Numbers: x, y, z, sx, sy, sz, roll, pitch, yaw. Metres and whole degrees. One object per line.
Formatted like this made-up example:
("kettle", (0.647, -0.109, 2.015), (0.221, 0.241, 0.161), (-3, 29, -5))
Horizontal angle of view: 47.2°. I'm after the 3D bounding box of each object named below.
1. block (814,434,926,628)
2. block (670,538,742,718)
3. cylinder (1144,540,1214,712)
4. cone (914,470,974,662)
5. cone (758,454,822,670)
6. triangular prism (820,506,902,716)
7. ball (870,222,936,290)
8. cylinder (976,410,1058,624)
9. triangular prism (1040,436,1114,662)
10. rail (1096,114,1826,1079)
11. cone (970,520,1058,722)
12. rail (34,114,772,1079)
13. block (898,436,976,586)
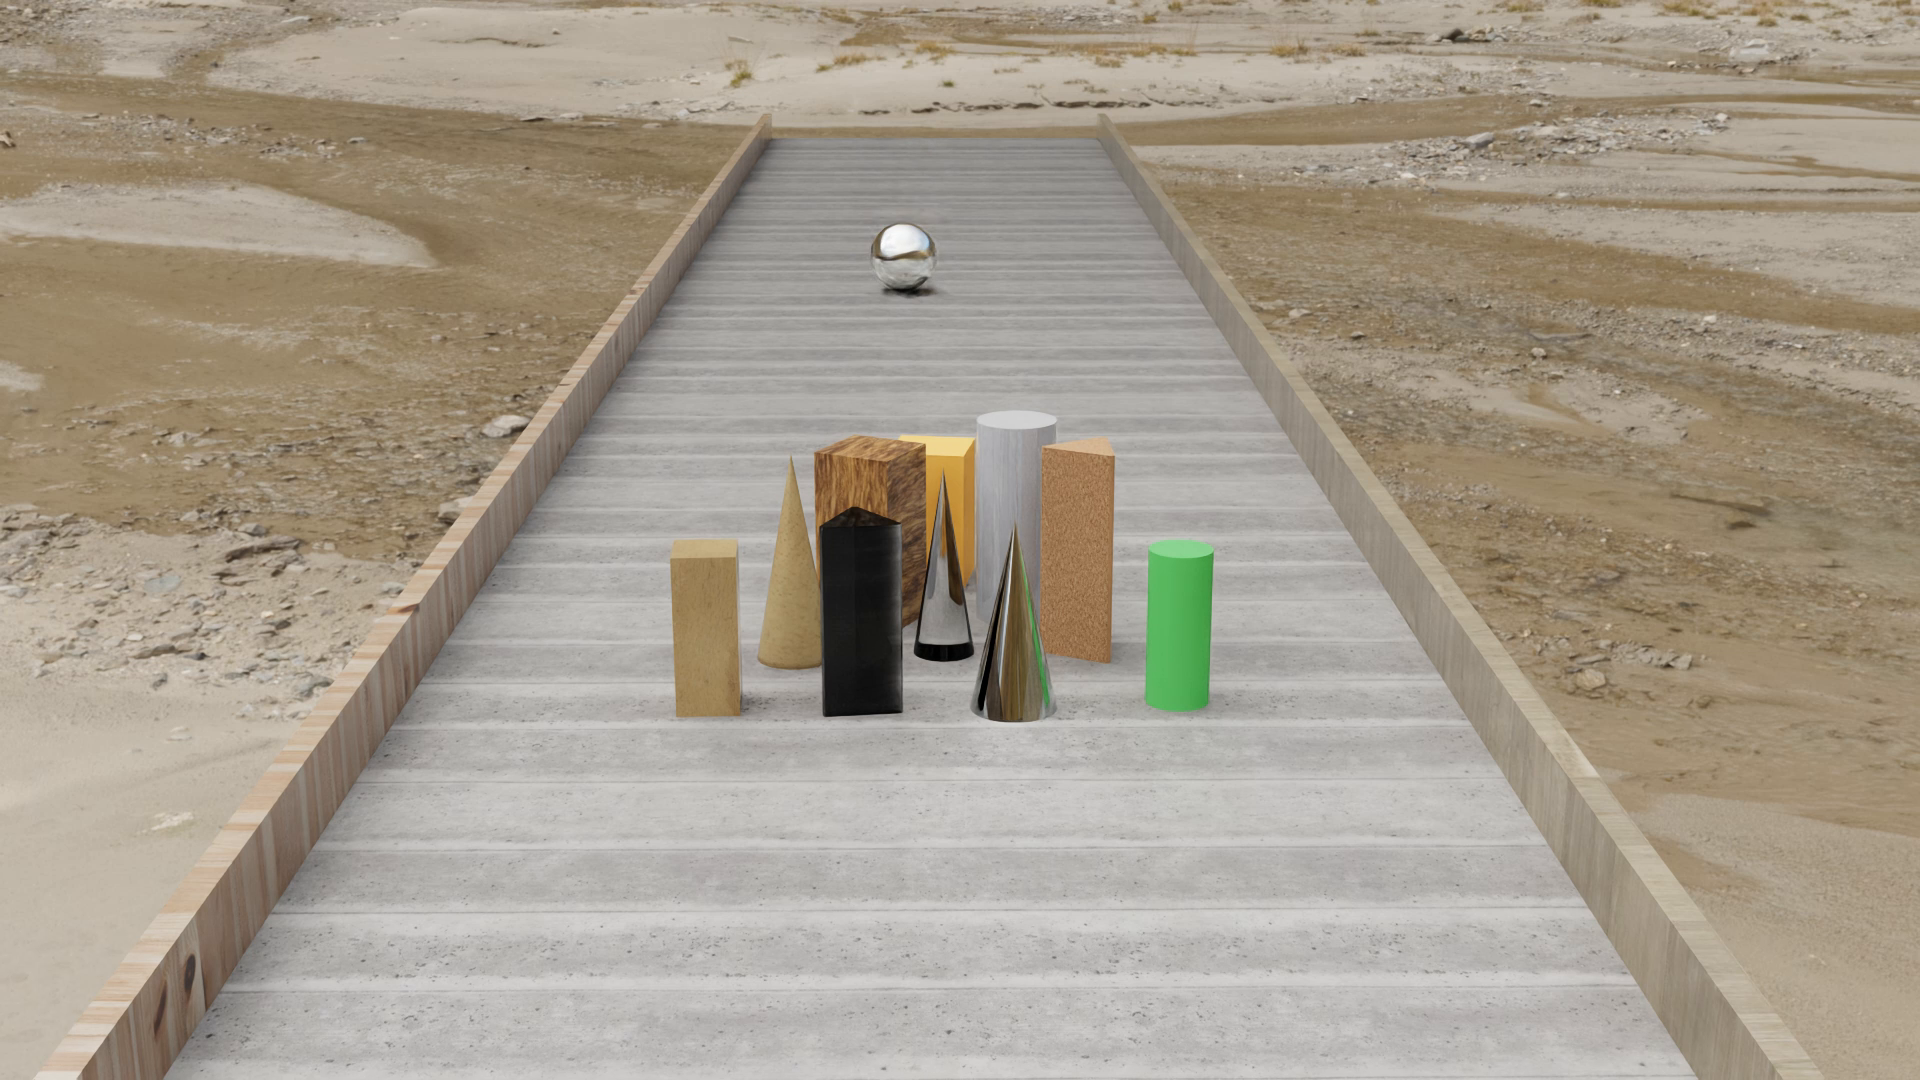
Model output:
("block", (-0.186, -0.011, 4.608), (0.170, 0.375, 0.170), (8, 18, 26))
("block", (-0.474, 0.165, 4.128), (0.119, 0.311, 0.119), (-1, 17, -3))
("cylinder", (0.414, 0.161, 4.156), (0.121, 0.302, 0.121), (0, 17, 0))
("cone", (-0.033, 0.041, 4.411), (0.124, 0.386, 0.124), (0, 17, 0))
("cone", (-0.332, 0.032, 4.375), (0.154, 0.424, 0.154), (0, 17, 0))
("triangular prism", (-0.190, 0.132, 4.135), (0.149, 0.369, 0.129), (-2, 17, -8))
("ball", (-0.217, -1.088, 8.432), (0.257, 0.257, 0.257), (0, 17, 0))
("cylinder", (0.118, -0.046, 4.632), (0.168, 0.427, 0.168), (0, 17, 0))
("triangular prism", (0.261, 0.014, 4.428), (0.154, 0.428, 0.133), (9, 19, 27))
("rail", (0.932, -0.844, 7.801), (0.050, 0.150, 12.000), (0, 17, -1))
("cone", (0.102, 0.139, 4.111), (0.166, 0.370, 0.166), (0, 17, 0))
("rail", (-1.118, -0.838, 7.780), (0.050, 0.150, 12.000), (0, 17, -1))
("block", (-0.062, -0.063, 4.906), (0.168, 0.304, 0.168), (3, 17, 9))
